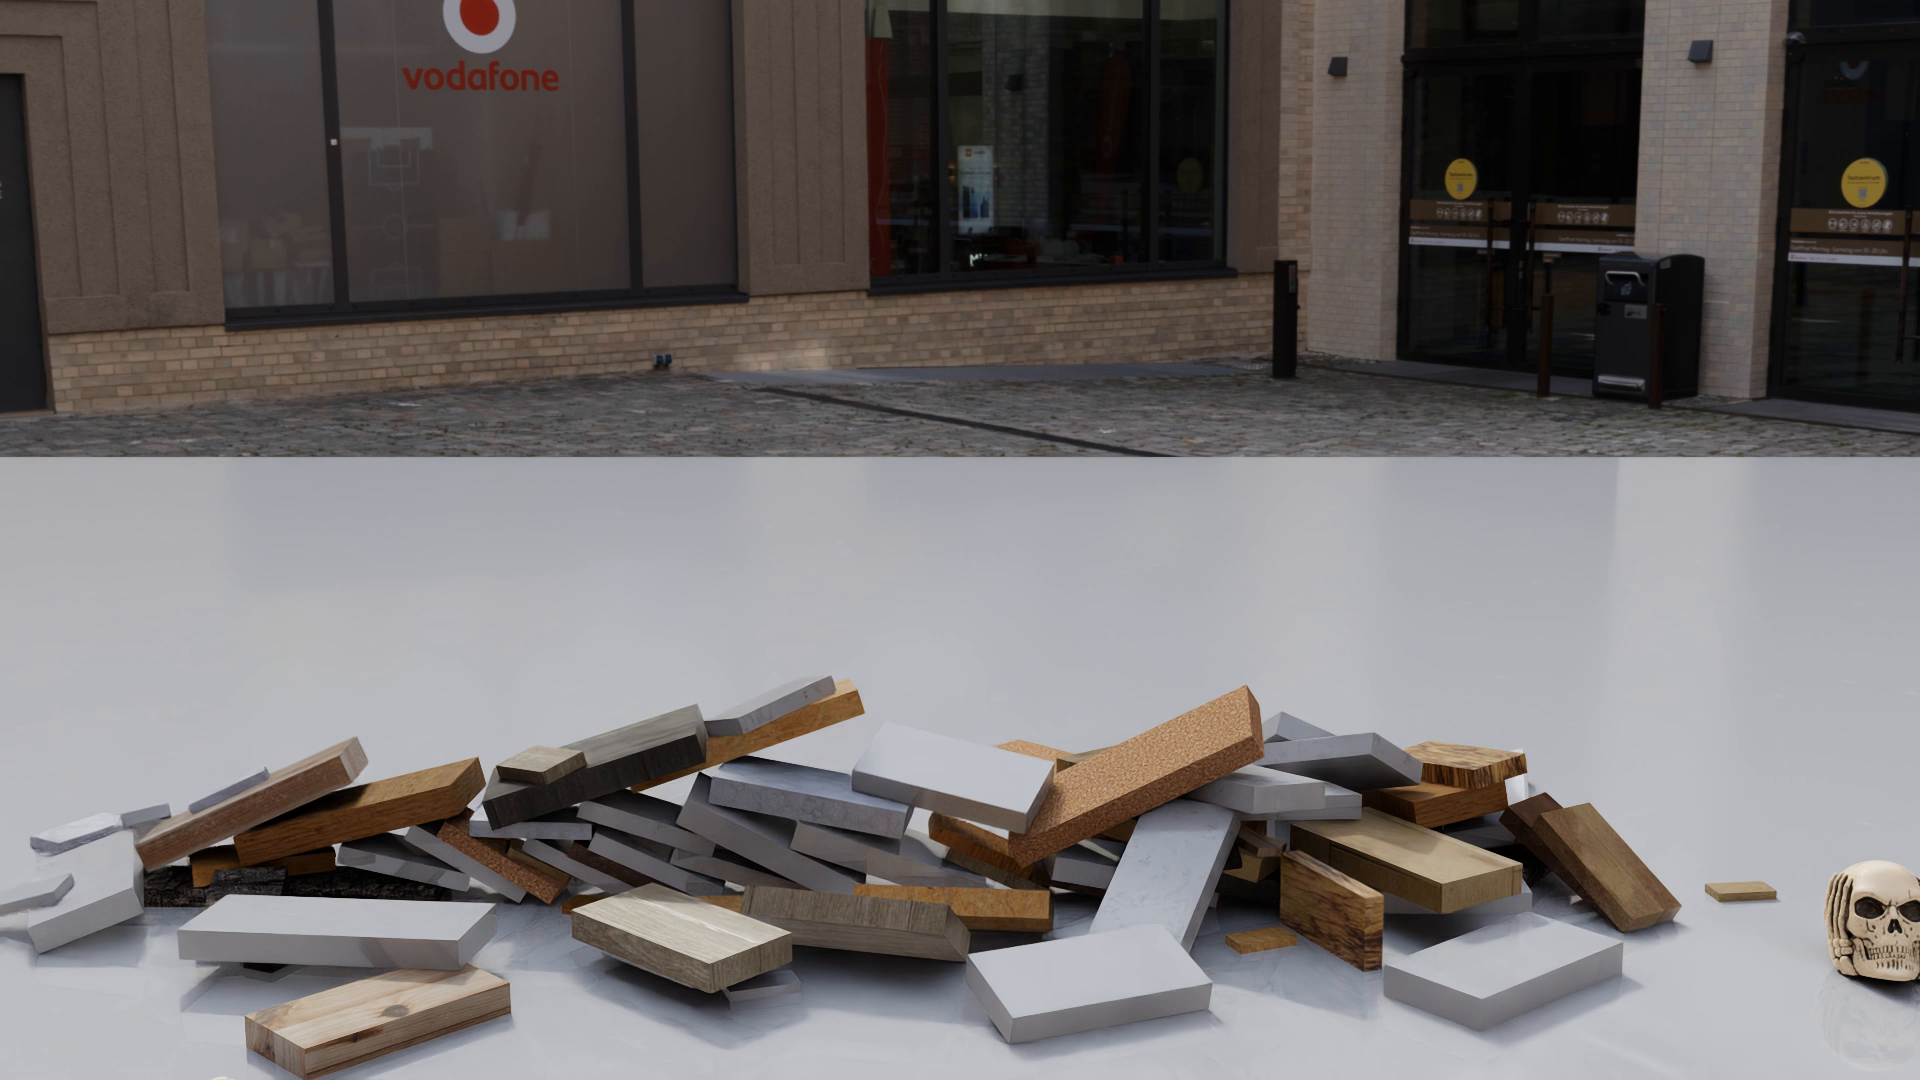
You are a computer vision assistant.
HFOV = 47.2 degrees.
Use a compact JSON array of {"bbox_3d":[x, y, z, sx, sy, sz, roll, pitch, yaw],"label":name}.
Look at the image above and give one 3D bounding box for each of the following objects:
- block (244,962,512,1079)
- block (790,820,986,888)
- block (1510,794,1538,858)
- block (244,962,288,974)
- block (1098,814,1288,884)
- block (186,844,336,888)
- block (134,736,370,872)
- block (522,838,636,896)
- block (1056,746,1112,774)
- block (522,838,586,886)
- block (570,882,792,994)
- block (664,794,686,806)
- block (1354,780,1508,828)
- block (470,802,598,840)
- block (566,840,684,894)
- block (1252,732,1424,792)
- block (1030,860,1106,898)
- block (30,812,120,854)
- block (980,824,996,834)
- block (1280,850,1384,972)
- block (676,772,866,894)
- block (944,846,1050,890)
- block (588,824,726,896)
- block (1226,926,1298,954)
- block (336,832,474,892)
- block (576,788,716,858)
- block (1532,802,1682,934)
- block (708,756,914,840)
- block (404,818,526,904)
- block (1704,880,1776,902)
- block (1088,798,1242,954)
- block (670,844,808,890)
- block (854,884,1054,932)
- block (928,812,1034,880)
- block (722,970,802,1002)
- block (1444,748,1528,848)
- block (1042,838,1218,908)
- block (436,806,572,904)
[{"bbox_3d":[-0.820,0.670,3.110,0.163,0.046,0.326,10,15,43],"label":"block"},{"bbox_3d":[-0.117,0.517,3.656,0.322,0.046,0.161,18,10,-3],"label":"block"},{"bbox_3d":[0.991,0.495,3.874,0.133,0.038,0.266,-4,11,-22],"label":"block"},{"bbox_3d":[-1.042,0.636,3.379,0.054,0.015,0.109,5,12,24],"label":"block"},{"bbox_3d":[0.382,0.489,3.613,0.279,0.040,0.139,15,10,24],"label":"block"},{"bbox_3d":[-1.172,0.537,3.690,0.228,0.032,0.114,-4,10,-24],"label":"block"},{"bbox_3d":[-1.183,0.441,3.692,0.359,0.051,0.180,-24,7,-3],"label":"block"},{"bbox_3d":[-0.624,0.533,3.660,0.199,0.028,0.099,26,9,-2],"label":"block"},{"bbox_3d":[0.339,0.391,3.838,0.317,0.045,0.158,-7,10,-39],"label":"block"},{"bbox_3d":[-0.707,0.551,3.797,0.207,0.029,0.103,6,12,30],"label":"block"},{"bbox_3d":[-0.419,0.592,3.291,0.319,0.045,0.159,10,15,42],"label":"block"},{"bbox_3d":[-0.548,0.511,4.016,0.105,0.030,0.210,9,14,40],"label":"block"},{"bbox_3d":[0.786,0.434,3.836,0.174,0.049,0.347,-11,6,-16],"label":"block"},{"bbox_3d":[-0.702,0.464,3.638,0.199,0.028,0.099,2,11,-2],"label":"block"},{"bbox_3d":[-0.548,0.538,3.653,0.199,0.028,0.099,24,9,-5],"label":"block"},{"bbox_3d":[0.634,0.387,3.775,0.142,0.040,0.283,31,-29,-35],"label":"block"},{"bbox_3d":[0.206,0.561,3.654,0.178,0.025,0.089,12,10,-2],"label":"block"},{"bbox_3d":[-1.575,0.526,3.949,0.079,0.022,0.158,6,12,29],"label":"block"},{"bbox_3d":[0.047,0.524,3.851,0.018,0.064,0.128,2,11,8],"label":"block"},{"bbox_3d":[0.577,0.575,3.427,0.033,0.117,0.234,-5,12,-24],"label":"block"},{"bbox_3d":[-0.308,0.497,3.652,0.322,0.046,0.161,27,9,-5],"label":"block"},{"bbox_3d":[0.062,0.541,3.660,0.178,0.025,0.089,25,9,-3],"label":"block"},{"bbox_3d":[-0.498,0.527,3.652,0.229,0.032,0.114,24,9,-5],"label":"block"},{"bbox_3d":[0.471,0.625,3.439,0.100,0.014,0.050,-4,11,-23],"label":"block"},{"bbox_3d":[-0.915,0.529,3.658,0.216,0.031,0.108,13,10,-5],"label":"block"},{"bbox_3d":[-0.511,0.459,3.635,0.229,0.032,0.114,18,10,-5],"label":"block"},{"bbox_3d":[1.051,0.531,3.580,0.117,0.033,0.234,-7,43,-32],"label":"block"},{"bbox_3d":[-0.241,0.423,3.651,0.322,0.046,0.161,10,9,4],"label":"block"},{"bbox_3d":[-0.808,0.522,3.657,0.216,0.031,0.108,30,9,-3],"label":"block"},{"bbox_3d":[1.299,0.585,3.659,0.101,0.014,0.050,-1,11,-7],"label":"block"},{"bbox_3d":[0.321,0.533,3.443,0.149,0.042,0.298,5,44,27],"label":"block"},{"bbox_3d":[-0.363,0.539,3.661,0.229,0.032,0.114,18,10,-4],"label":"block"},{"bbox_3d":[-0.008,0.577,3.441,0.301,0.043,0.151,1,-18,5],"label":"block"},{"bbox_3d":[0.034,0.503,3.643,0.178,0.025,0.089,24,9,-7],"label":"block"},{"bbox_3d":[-0.294,0.659,3.254,0.108,0.015,0.054,-4,11,-19],"label":"block"},{"bbox_3d":[0.924,0.456,3.859,0.140,0.040,0.281,-12,17,17],"label":"block"},{"bbox_3d":[0.280,0.544,3.645,0.279,0.040,0.139,11,9,-8],"label":"block"},{"bbox_3d":[-0.751,0.521,3.646,0.216,0.031,0.108,31,9,1],"label":"block"}]
